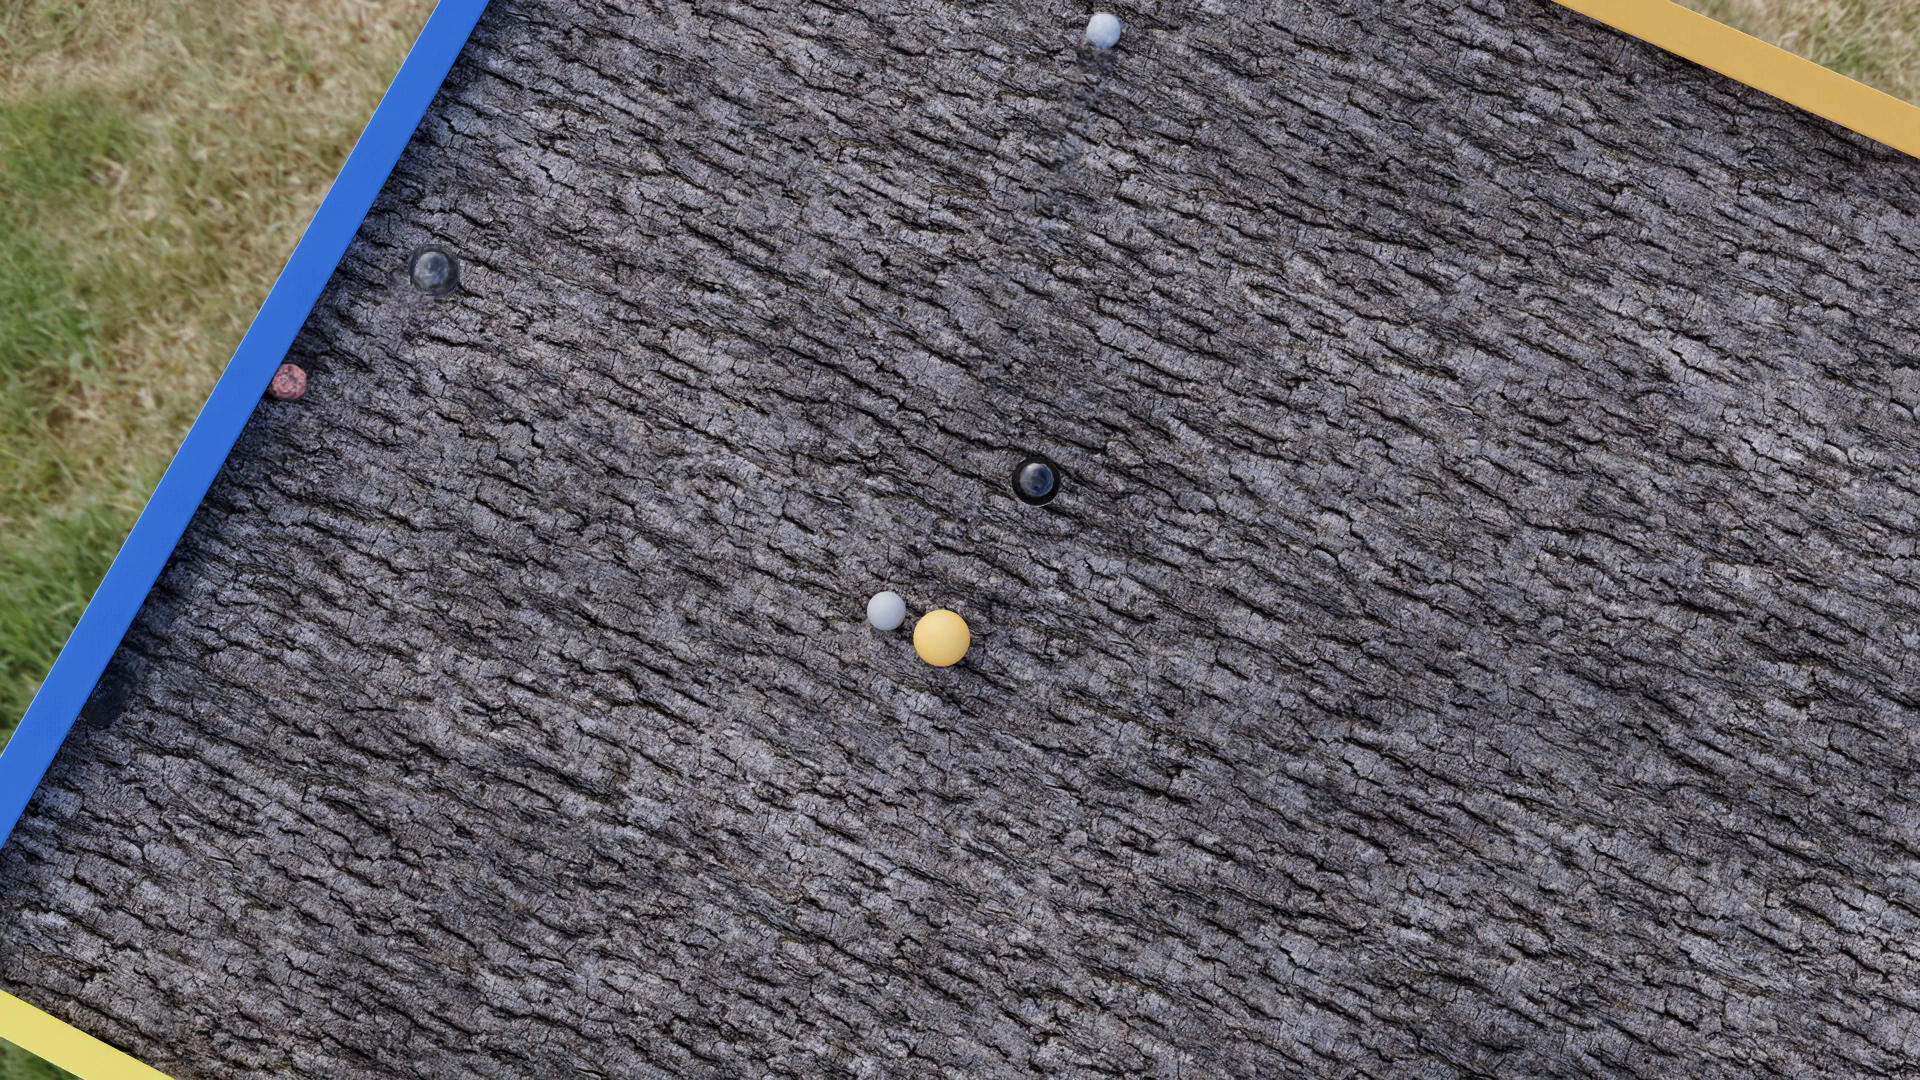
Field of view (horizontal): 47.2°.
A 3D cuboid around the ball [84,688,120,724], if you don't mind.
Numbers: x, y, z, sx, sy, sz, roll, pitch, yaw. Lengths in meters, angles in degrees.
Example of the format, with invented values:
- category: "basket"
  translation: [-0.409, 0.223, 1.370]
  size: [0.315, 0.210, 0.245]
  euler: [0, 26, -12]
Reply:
- category: "ball"
  translation: [-1.276, 0.246, 3.270]
  size: [0.052, 0.052, 0.052]
  euler: [0, 77, 0]

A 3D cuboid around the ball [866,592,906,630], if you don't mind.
- category: "ball"
  translation: [-0.110, 0.107, 3.298]
  size: [0.059, 0.059, 0.059]
  euler: [0, 77, 0]

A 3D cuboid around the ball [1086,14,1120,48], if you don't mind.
- category: "ball"
  translation: [0.229, -0.813, 3.511]
  size: [0.055, 0.055, 0.055]
  euler: [0, 77, 0]

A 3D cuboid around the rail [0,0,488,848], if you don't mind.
- category: "rail"
  translation: [-0.969, -0.461, 3.401]
  size: [0.045, 0.110, 2.485]
  euler: [25, 78, 6]

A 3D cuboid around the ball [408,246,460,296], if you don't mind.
- category: "ball"
  translation: [-0.815, -0.417, 3.409]
  size: [0.077, 0.077, 0.077]
  euler: [0, 77, 0]

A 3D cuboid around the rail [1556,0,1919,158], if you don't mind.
- category: "rail"
  translation: [1.520, -0.610, 3.435]
  size: [4.398, 0.110, 0.045]
  euler: [25, 78, 6]

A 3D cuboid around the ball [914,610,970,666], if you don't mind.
- category: "ball"
  translation: [-0.027, 0.146, 3.276]
  size: [0.085, 0.085, 0.085]
  euler: [0, 77, 0]

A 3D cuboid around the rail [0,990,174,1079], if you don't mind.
- category: "rail"
  translation: [0.461, 1.530, 2.946]
  size: [4.398, 0.110, 0.045]
  euler: [25, 78, 6]

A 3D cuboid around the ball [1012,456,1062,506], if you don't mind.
- category: "ball"
  translation: [0.116, -0.088, 3.334]
  size: [0.076, 0.076, 0.076]
  euler: [0, 77, 0]

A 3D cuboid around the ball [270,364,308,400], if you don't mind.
- category: "ball"
  translation: [-1.032, -0.243, 3.380]
  size: [0.055, 0.055, 0.055]
  euler: [0, 77, 0]
